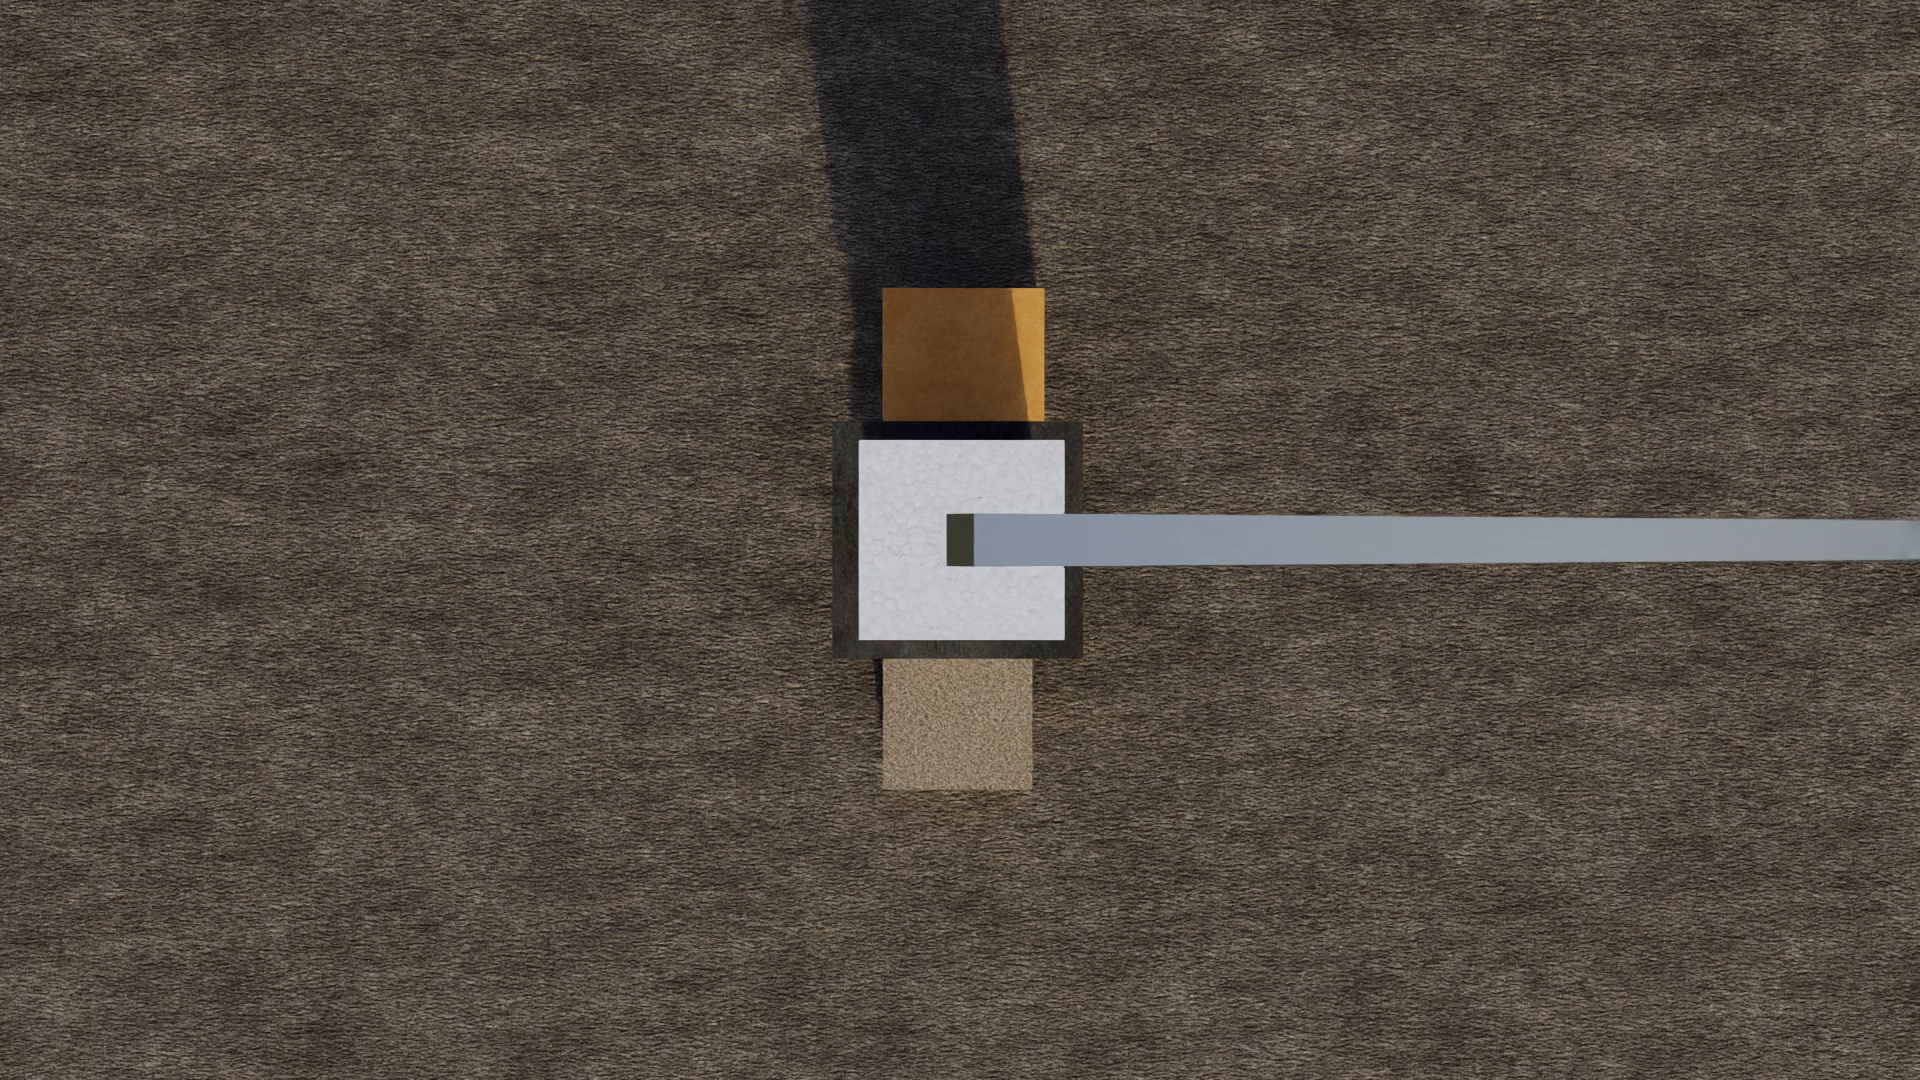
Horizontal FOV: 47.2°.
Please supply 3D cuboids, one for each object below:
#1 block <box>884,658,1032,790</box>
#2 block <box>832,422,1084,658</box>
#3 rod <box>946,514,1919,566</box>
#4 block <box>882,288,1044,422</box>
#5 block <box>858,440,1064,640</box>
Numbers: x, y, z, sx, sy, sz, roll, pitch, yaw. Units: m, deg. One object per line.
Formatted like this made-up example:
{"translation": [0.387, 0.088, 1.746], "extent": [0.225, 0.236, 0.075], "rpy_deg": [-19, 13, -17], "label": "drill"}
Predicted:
{"translation": [-0.013, 0.952, 12.635], "extent": [0.833, 0.730, 0.881], "rpy_deg": [0, 90, 0], "label": "block"}
{"translation": [-0.008, 0.000, 8.527], "extent": [0.924, 0.846, 0.876], "rpy_deg": [0, 90, 0], "label": "block"}
{"translation": [2.212, 0.000, 4.690], "extent": [5.200, 0.080, 0.080], "rpy_deg": [0, 90, -32], "label": "rod"}
{"translation": [0.019, -0.891, 12.580], "extent": [0.894, 0.840, 1.004], "rpy_deg": [0, 90, 0], "label": "block"}
{"translation": [0.005, 0.000, 7.162], "extent": [0.643, 0.579, 0.625], "rpy_deg": [0, 90, 0], "label": "block"}
